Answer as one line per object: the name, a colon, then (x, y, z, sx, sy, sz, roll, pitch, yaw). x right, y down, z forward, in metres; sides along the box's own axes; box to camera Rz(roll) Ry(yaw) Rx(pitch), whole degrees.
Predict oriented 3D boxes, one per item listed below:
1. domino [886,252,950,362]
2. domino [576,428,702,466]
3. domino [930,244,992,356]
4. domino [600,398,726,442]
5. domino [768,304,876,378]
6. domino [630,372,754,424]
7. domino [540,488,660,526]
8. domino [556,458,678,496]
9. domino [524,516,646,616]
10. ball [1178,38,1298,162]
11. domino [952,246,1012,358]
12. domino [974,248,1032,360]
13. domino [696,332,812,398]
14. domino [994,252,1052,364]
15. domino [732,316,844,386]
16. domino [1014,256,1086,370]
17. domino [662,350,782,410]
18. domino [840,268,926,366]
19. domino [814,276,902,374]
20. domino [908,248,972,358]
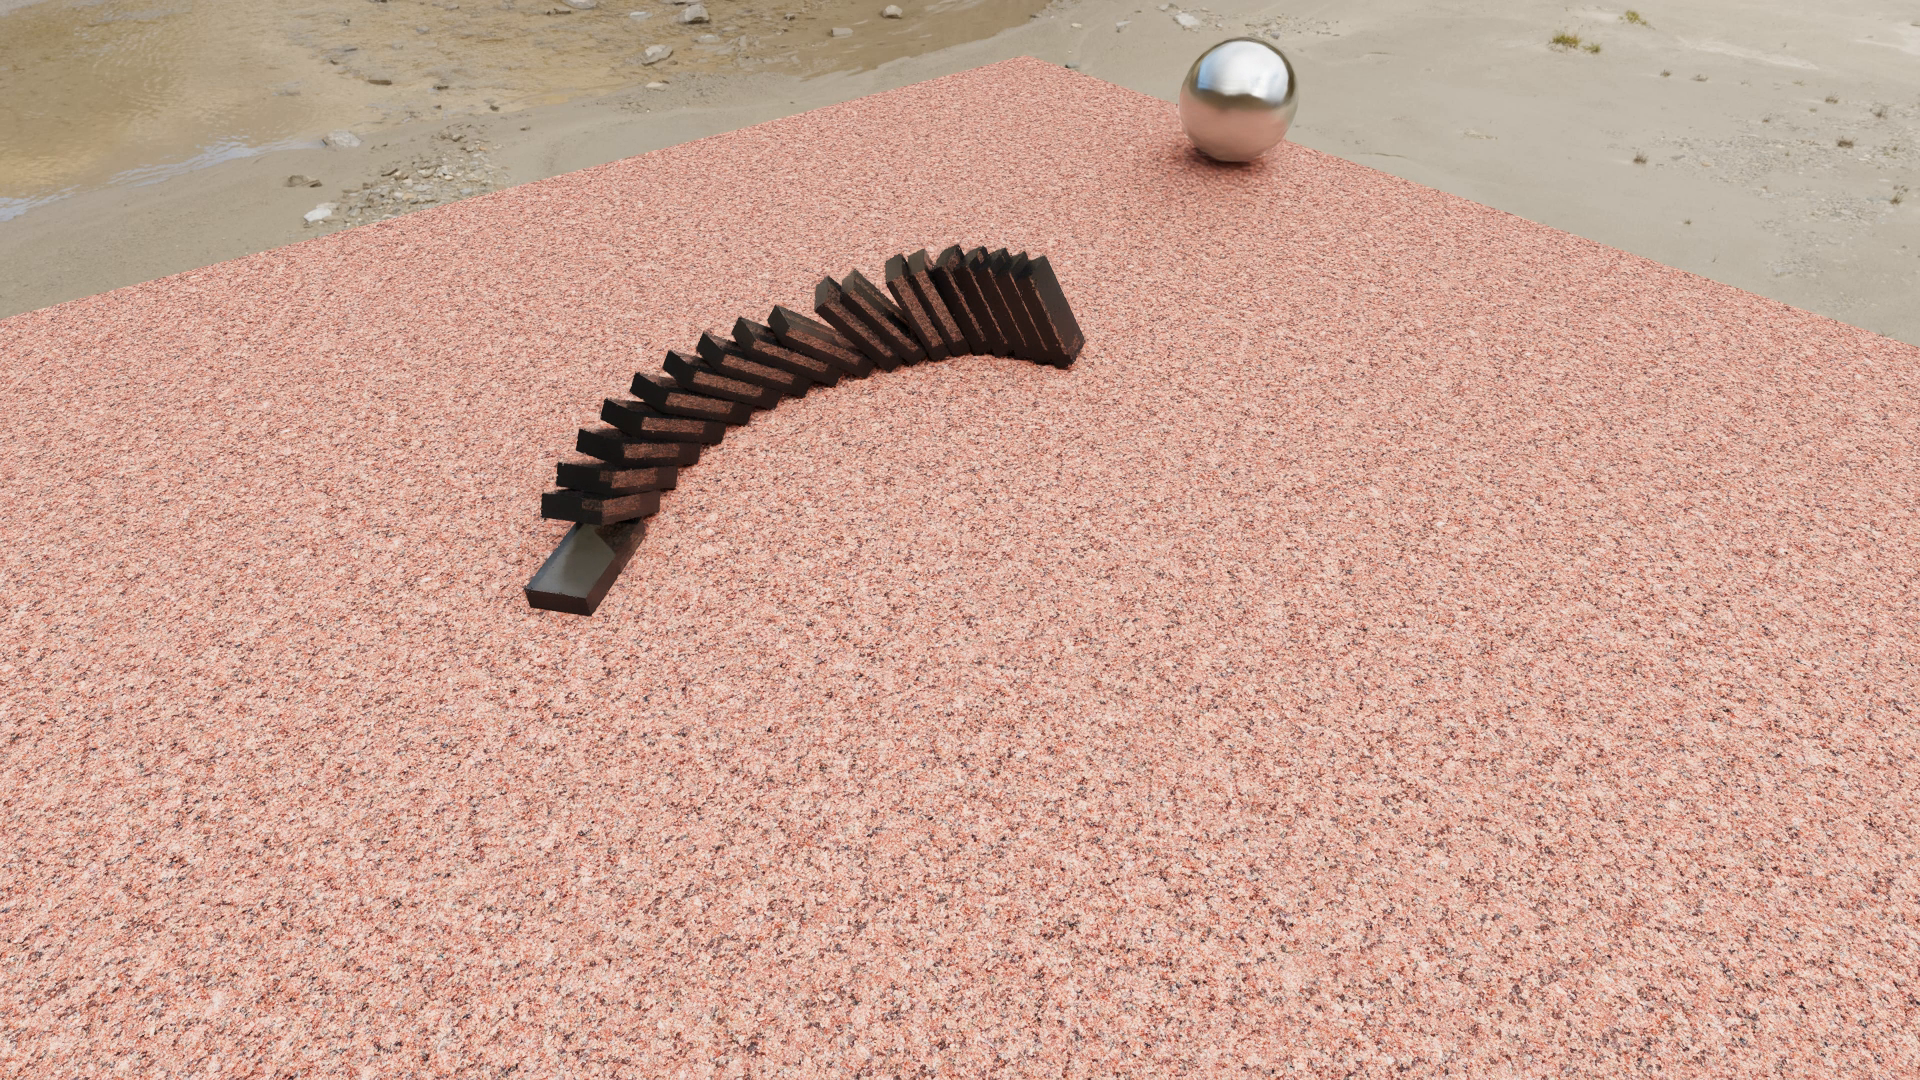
domino: (-0.021, -0.117, 0.555, 0.009, 0.050, 0.025, -24, 37, 15)
domino: (-0.137, -0.040, 0.473, 0.025, 0.010, 0.050, 18, 12, 21)
domino: (0.004, -0.123, 0.563, 0.009, 0.050, 0.025, -15, 32, 28)
domino: (-0.131, -0.053, 0.489, 0.025, 0.009, 0.050, 25, 15, 28)
domino: (-0.068, -0.097, 0.541, 0.050, 0.009, 0.025, 18, 26, -37)
domino: (-0.122, -0.064, 0.502, 0.025, 0.009, 0.050, 31, 16, 32)
domino: (-0.143, -0.015, 0.442, 0.025, 0.010, 0.050, 8, 9, 9)
domino: (-0.141, -0.027, 0.457, 0.025, 0.010, 0.050, 10, 9, 14)
domino: (-0.147, 0.008, 0.433, 0.025, 0.010, 0.050, 8, 40, 9)
ball: (0.191, -0.301, 0.756, 0.080, 0.080, 0.080, 0, 39, 0)
domino: (0.015, -0.122, 0.561, 0.010, 0.050, 0.025, -12, 31, 32)
domino: (0.026, -0.120, 0.559, 0.009, 0.050, 0.025, -12, 31, 32)
domino: (-0.098, -0.083, 0.525, 0.050, 0.009, 0.025, 11, 24, -45)
domino: (0.036, -0.117, 0.555, 0.009, 0.050, 0.025, -12, 31, 32)
domino: (-0.084, -0.091, 0.534, 0.050, 0.010, 0.025, 14, 26, -40)
domino: (0.046, -0.114, 0.552, 0.010, 0.050, 0.025, -12, 31, 32)
domino: (-0.111, -0.075, 0.514, 0.025, 0.009, 0.050, 37, 18, 36)
domino: (-0.038, -0.112, 0.553, 0.009, 0.050, 0.025, -39, 30, 23)
domino: (-0.050, -0.107, 0.549, 0.010, 0.050, 0.025, -39, 33, 23)
domino: (-0.010, -0.121, 0.560, 0.009, 0.050, 0.025, -23, 36, 16)
